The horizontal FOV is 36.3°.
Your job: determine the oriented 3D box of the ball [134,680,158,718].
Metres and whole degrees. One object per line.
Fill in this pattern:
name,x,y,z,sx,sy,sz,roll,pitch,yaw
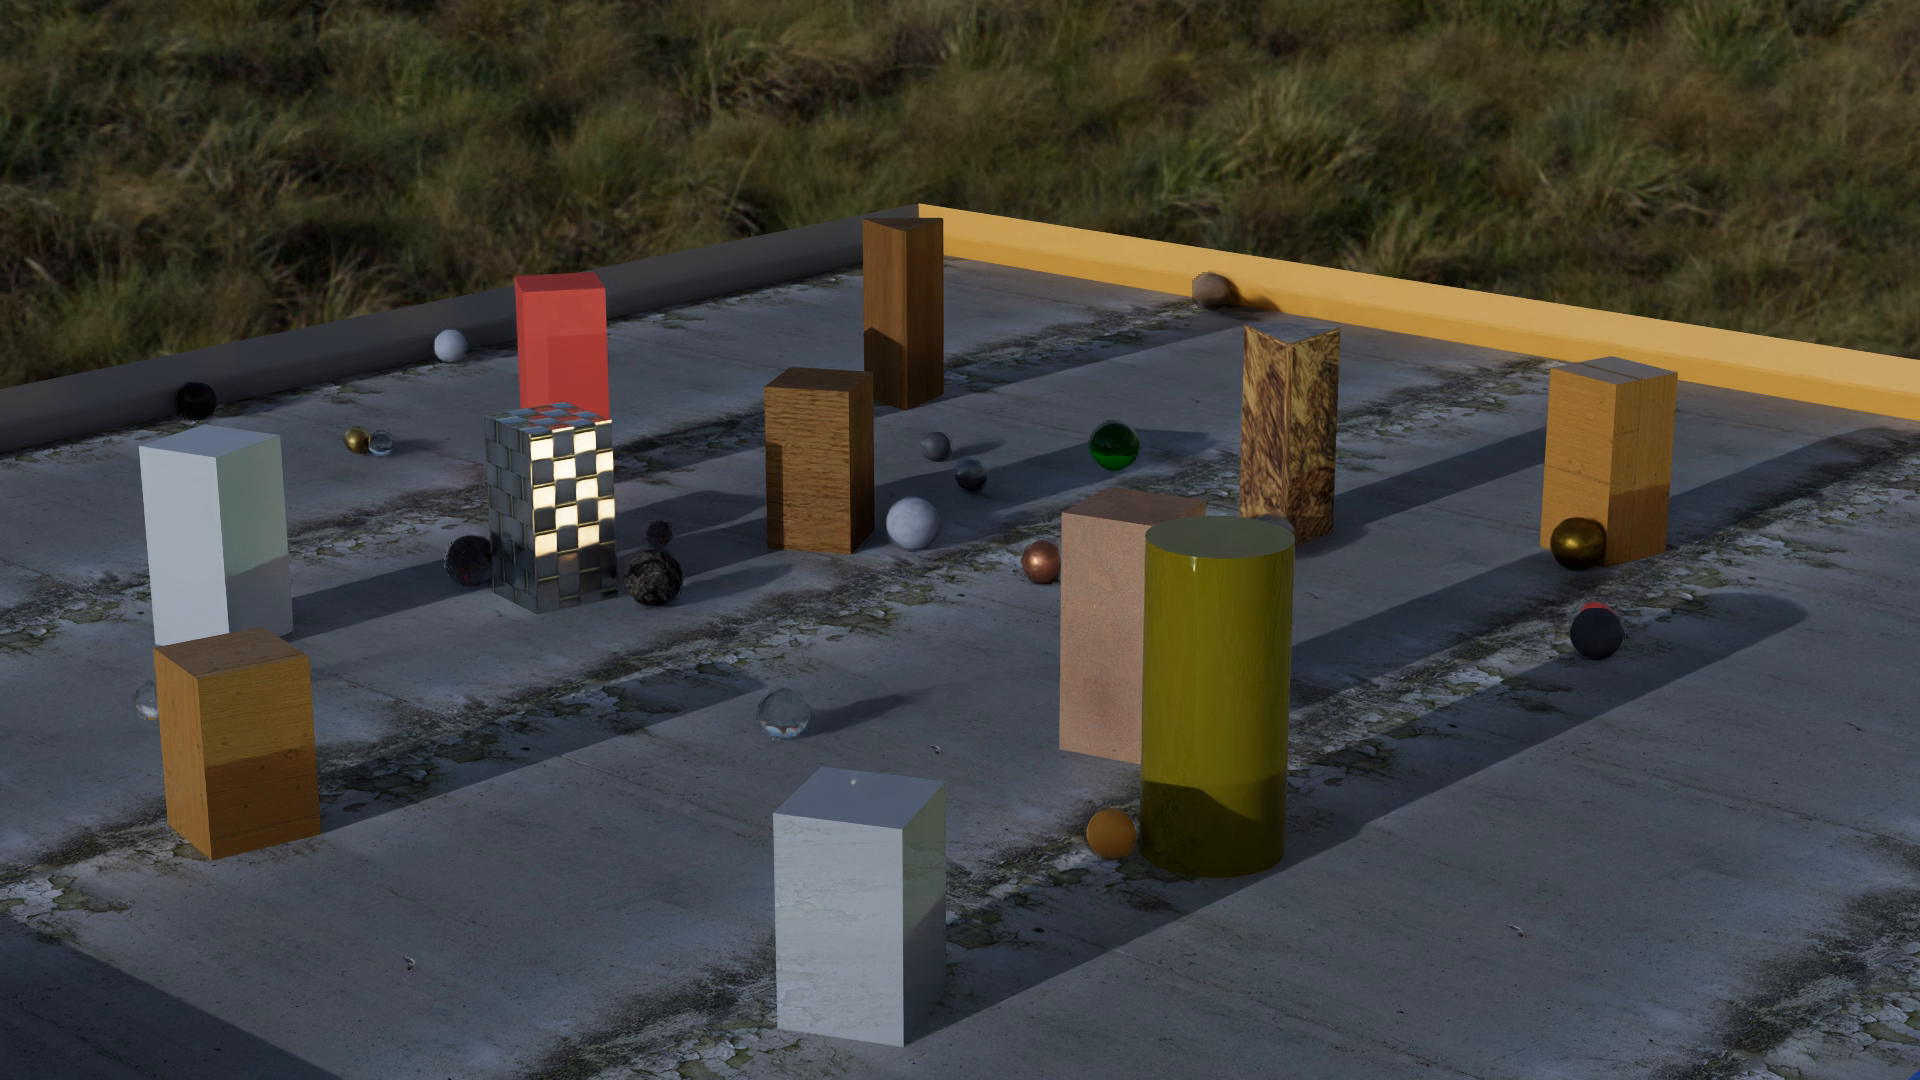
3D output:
ball,-1.245,0.246,4.535,0.060,0.060,0.060,0,17,0

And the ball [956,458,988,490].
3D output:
ball,0.022,-0.129,5.776,0.063,0.063,0.063,0,17,0

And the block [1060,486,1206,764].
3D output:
block,0.258,0.128,4.389,0.160,0.371,0.160,9,19,27

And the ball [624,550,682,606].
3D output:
ball,-0.529,0.066,5.065,0.099,0.099,0.099,0,17,0

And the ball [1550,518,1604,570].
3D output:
ball,1.109,0.006,5.270,0.095,0.095,0.095,0,17,0

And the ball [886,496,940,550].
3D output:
ball,-0.086,-0.032,5.389,0.100,0.100,0.100,0,17,0

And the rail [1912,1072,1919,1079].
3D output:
rail,1.589,0.430,3.799,0.045,0.130,4.553,14,22,39

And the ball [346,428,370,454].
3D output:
ball,-1.239,-0.203,6.038,0.054,0.054,0.054,0,17,0

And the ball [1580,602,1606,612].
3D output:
ball,1.070,0.128,4.944,0.050,0.050,0.050,0,17,0

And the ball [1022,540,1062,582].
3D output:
ball,0.147,0.038,5.198,0.077,0.077,0.077,0,17,0

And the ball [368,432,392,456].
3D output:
ball,-1.190,-0.195,6.019,0.050,0.050,0.050,0,17,0

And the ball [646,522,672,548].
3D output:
ball,-0.555,-0.011,5.407,0.049,0.049,0.049,0,17,0

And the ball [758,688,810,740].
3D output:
ball,-0.266,0.263,4.447,0.077,0.077,0.077,0,17,0

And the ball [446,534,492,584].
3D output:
ball,-0.863,0.034,5.188,0.089,0.089,0.089,0,17,0

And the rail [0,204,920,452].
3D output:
rail,-1.589,-0.365,6.441,0.045,0.130,4.553,14,22,39

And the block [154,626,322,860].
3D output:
block,-1.003,0.280,4.072,0.160,0.262,0.160,-12,20,-34

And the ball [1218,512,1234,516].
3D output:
ball,0.490,-0.017,5.400,0.066,0.066,0.066,0,17,0

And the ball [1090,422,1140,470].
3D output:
ball,0.313,-0.189,5.916,0.098,0.098,0.098,0,17,0

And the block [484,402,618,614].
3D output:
block,-0.710,-0.057,5.092,0.160,0.320,0.160,-12,21,-35

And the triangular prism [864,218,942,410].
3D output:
triangular prism,-0.102,-0.505,6.447,0.150,0.396,0.173,-10,20,-30

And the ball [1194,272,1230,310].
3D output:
ball,0.633,-0.625,7.372,0.093,0.093,0.093,0,17,0

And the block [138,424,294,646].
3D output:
block,-1.232,0.000,4.866,0.160,0.341,0.160,8,19,25

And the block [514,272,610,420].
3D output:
block,-0.788,-0.317,5.822,0.160,0.397,0.160,-4,17,-13

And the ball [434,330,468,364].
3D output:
ball,-1.184,-0.450,6.814,0.080,0.080,0.080,0,17,0

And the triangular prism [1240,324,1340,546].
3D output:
triangular prism,0.588,-0.200,5.440,0.150,0.392,0.173,13,21,36

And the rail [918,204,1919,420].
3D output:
rail,1.477,-0.458,6.749,4.256,0.130,0.045,14,22,39

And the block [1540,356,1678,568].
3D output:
block,1.182,-0.145,5.348,0.160,0.340,0.160,-11,20,-33

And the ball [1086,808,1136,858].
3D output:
ball,0.206,0.401,4.007,0.068,0.068,0.068,0,17,0

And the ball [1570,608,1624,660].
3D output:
ball,1.043,0.153,4.800,0.086,0.086,0.086,0,17,0

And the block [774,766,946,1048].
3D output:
block,-0.118,0.438,3.522,0.160,0.277,0.160,5,18,17

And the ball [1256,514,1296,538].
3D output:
ball,0.565,-0.004,5.315,0.089,0.089,0.089,0,17,0

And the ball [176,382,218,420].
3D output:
ball,-1.641,-0.299,6.302,0.085,0.085,0.085,0,17,0

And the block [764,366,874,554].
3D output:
block,-0.258,-0.148,5.417,0.160,0.306,0.160,4,17,14

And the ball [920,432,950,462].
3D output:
ball,-0.050,-0.191,5.986,0.061,0.061,0.061,0,17,0

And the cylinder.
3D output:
cylinder,0.347,0.211,3.978,0.200,0.449,0.200,0,17,0
